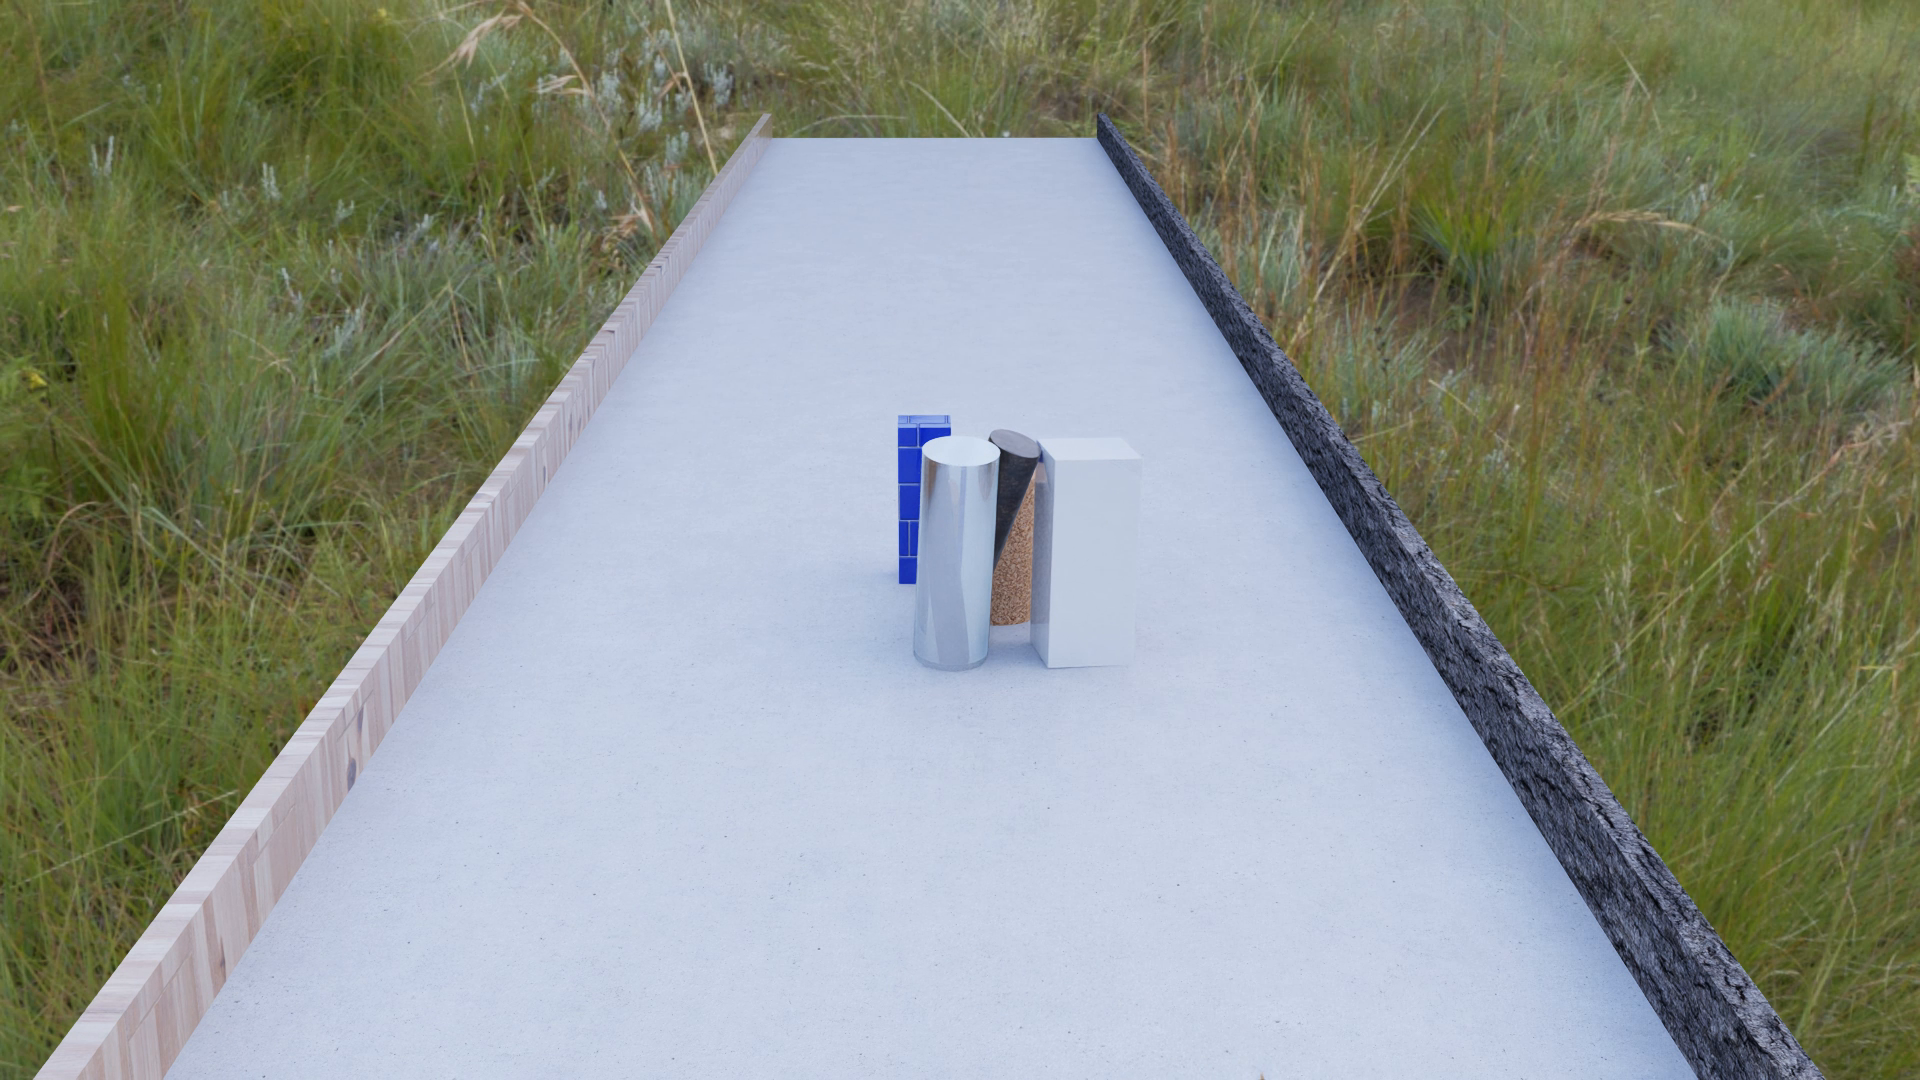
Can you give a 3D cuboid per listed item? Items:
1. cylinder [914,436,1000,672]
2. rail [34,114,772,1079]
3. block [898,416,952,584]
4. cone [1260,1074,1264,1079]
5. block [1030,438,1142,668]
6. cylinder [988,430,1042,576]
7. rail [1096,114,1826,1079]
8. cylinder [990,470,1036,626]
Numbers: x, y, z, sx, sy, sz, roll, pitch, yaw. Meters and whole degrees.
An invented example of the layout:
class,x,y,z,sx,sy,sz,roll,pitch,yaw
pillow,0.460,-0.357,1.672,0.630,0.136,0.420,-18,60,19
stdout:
class,x,y,z,sx,sy,sz,roll,pitch,yaw
cylinder,-0.008,0.028,4.326,0.151,0.442,0.151,2,25,-1
rail,-1.118,-0.838,7.780,0.050,0.150,12.000,0,17,-1
block,-0.079,-0.090,4.902,0.117,0.358,0.117,0,17,-1
cone,0.286,0.701,2.138,0.173,0.417,0.173,0,17,0
block,0.249,0.023,4.397,0.174,0.425,0.174,-2,17,-10
cylinder,0.039,-0.005,4.446,0.108,0.446,0.108,17,27,-9
rail,0.932,-0.844,7.801,0.050,0.150,12.000,0,17,-1
cylinder,0.081,0.007,4.662,0.177,0.309,0.177,0,17,0
